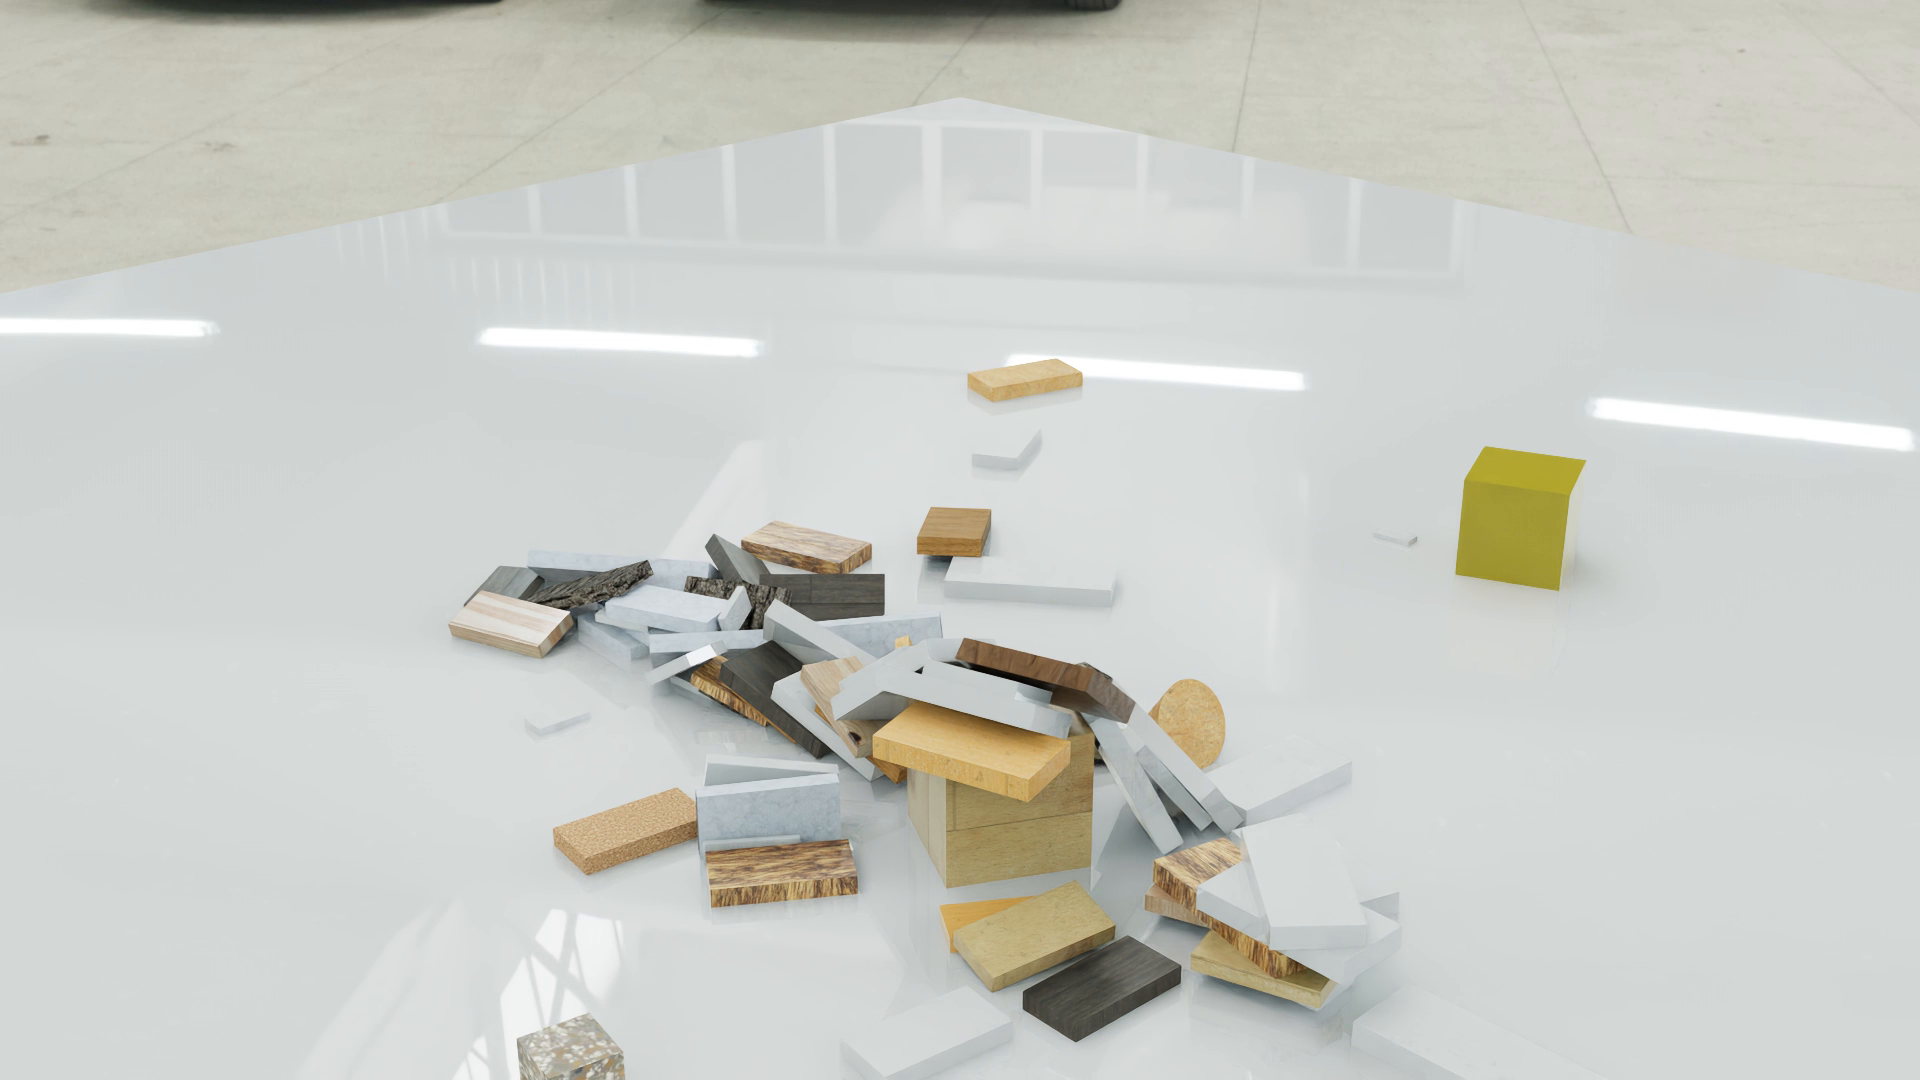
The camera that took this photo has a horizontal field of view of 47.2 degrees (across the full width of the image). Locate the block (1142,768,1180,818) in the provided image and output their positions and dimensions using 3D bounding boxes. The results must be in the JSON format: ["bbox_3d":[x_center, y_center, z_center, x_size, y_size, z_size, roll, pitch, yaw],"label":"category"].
[{"bbox_3d":[0.388,0.499,4.488,0.022,0.078,0.156,-41,30,-1],"label":"block"}]

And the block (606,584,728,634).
[{"bbox_3d":[-0.672,0.162,5.108,0.268,0.038,0.134,10,23,21],"label":"block"}]

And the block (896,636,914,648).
[{"bbox_3d":[-0.104,0.323,4.781,0.031,0.111,0.221,-17,38,9],"label":"block"}]

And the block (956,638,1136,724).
[{"bbox_3d":[0.160,0.266,4.164,0.318,0.045,0.159,12,-18,40],"label":"block"}]

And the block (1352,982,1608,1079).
[{"bbox_3d":[0.935,0.897,3.588,0.163,0.046,0.601,-21,31,-41],"label":"block"}]

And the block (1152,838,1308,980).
[{"bbox_3d":[0.522,0.660,3.971,0.163,0.046,0.368,-13,26,-28],"label":"block"}]

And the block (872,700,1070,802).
[{"bbox_3d":[0.021,0.385,4.048,0.326,0.046,0.163,13,27,27],"label":"block"}]

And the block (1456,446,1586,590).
[{"bbox_3d":[1.420,-0.058,5.567,0.258,0.258,0.258,10,25,22],"label":"block"}]

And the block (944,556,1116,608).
[{"bbox_3d":[0.176,0.101,5.465,0.410,0.046,0.162,3,23,8],"label":"block"}]

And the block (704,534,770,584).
[{"bbox_3d":[-0.520,0.090,5.389,0.151,0.043,0.302,31,9,-28],"label":"block"}]

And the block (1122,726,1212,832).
[{"bbox_3d":[0.407,0.474,4.374,0.032,0.224,0.112,-42,20,0],"label":"block"}]

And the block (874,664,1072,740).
[{"bbox_3d":[0.025,0.304,4.136,0.335,0.047,0.167,13,-5,28],"label":"block"}]

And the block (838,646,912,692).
[{"bbox_3d":[-0.134,0.268,4.496,0.111,0.031,0.278,-1,-18,-31],"label":"block"}]

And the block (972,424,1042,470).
[{"bbox_3d":[0.136,-0.270,6.350,0.132,0.037,0.265,7,24,16],"label":"block"}]

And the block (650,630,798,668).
[{"bbox_3d":[-0.495,0.244,5.025,0.419,0.042,0.149,-3,-16,-6],"label":"block"}]

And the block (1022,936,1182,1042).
[{"bbox_3d":[0.250,0.785,3.862,0.263,0.037,0.131,-19,30,-38],"label":"block"}]

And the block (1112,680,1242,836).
[{"bbox_3d":[0.424,0.436,4.432,0.045,0.159,0.352,-42,49,-1],"label":"block"}]

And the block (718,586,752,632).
[{"bbox_3d":[-0.520,0.169,5.086,0.018,0.063,0.127,-2,34,21],"label":"block"}]

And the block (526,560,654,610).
[{"bbox_3d":[-0.901,0.123,5.253,0.337,0.038,0.134,-14,13,32],"label":"block"}]

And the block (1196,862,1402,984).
[{"bbox_3d":[0.592,0.660,3.853,0.163,0.046,0.326,-20,30,-39],"label":"block"}]

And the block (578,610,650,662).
[{"bbox_3d":[-0.793,0.217,5.208,0.117,0.033,0.235,-18,29,-36],"label":"block"}]

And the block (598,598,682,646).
[{"bbox_3d":[-0.744,0.185,5.198,0.117,0.033,0.235,-18,29,-36],"label":"block"}]

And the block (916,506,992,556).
[{"bbox_3d":[-0.013,-0.023,5.696,0.162,0.046,0.324,2,15,5],"label":"block"}]

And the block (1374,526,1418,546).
[{"bbox_3d":[1.142,-0.009,5.764,0.101,0.014,0.050,17,29,35],"label":"block"}]

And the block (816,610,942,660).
[{"bbox_3d":[-0.185,0.249,4.942,0.297,0.149,0.042,-5,16,3],"label":"block"}]

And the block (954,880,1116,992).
[{"bbox_3d":[0.135,0.713,3.970,0.263,0.037,0.131,-18,41,-26],"label":"block"}]

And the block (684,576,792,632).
[{"bbox_3d":[-0.534,0.167,5.185,0.265,0.132,0.037,7,-13,23],"label":"block"}]

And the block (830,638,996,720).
[{"bbox_3d":[-0.093,0.281,4.404,0.167,0.047,0.355,2,-24,-37],"label":"block"}]

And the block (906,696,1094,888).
[{"bbox_3d":[0.074,0.460,4.303,0.292,0.292,0.292,-6,24,-15],"label":"block"}]

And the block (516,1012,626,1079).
[{"bbox_3d":[-0.626,0.868,3.551,0.128,0.128,0.128,-15,27,-31],"label":"block"}]

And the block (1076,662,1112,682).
[{"bbox_3d":[0.199,0.334,4.862,0.273,0.029,0.102,-15,27,-32],"label":"block"}]

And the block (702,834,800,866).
[{"bbox_3d":[-0.405,0.603,4.278,0.189,0.048,0.014,-3,23,-7],"label":"block"}]

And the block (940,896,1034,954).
[{"bbox_3d":[0.087,0.706,4.057,0.234,0.032,0.112,-4,23,-10],"label":"block"}]

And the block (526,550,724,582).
[{"bbox_3d":[-0.823,0.077,5.420,0.458,0.043,0.151,4,-13,9],"label":"block"}]
